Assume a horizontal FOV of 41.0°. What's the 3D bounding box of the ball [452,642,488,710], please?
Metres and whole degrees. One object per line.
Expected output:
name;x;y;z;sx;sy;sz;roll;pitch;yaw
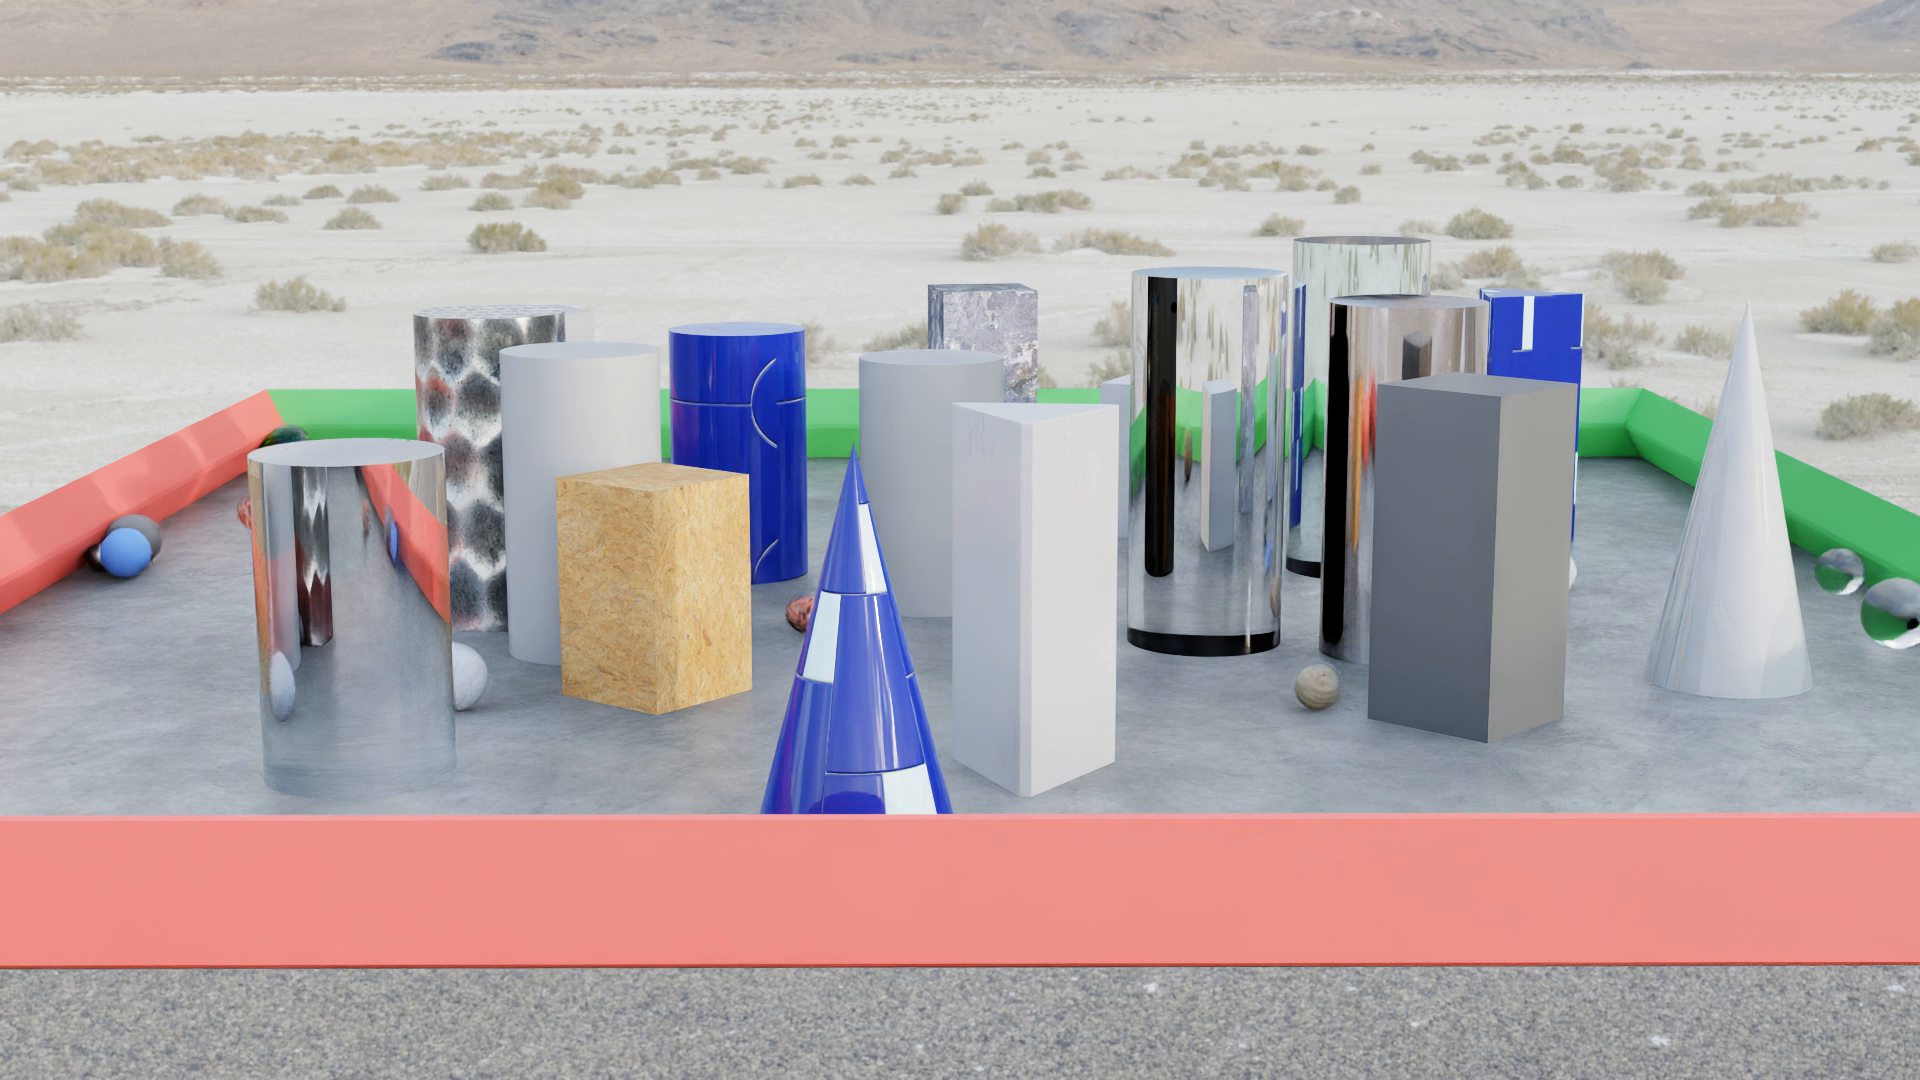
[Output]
ball;-0.578;0.156;2.926;0.078;0.078;0.078;0;11;0

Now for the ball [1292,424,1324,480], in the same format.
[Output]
ball;0.639;-0.157;4.558;0.098;0.098;0.098;0;11;0

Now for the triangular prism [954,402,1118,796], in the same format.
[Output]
triangular prism;0.054;0.052;2.659;0.147;0.380;0.170;7;13;34

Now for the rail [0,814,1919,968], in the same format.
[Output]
rail;0.008;0.282;2.107;2.582;0.127;0.045;0;11;0

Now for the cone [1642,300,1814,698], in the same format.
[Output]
cone;0.921;-0.058;3.039;0.196;0.457;0.196;0;11;0

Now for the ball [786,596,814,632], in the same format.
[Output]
ball;-0.202;0.096;3.333;0.047;0.047;0.047;0;11;0

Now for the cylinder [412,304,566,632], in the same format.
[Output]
cylinder;-0.615;-0.098;3.391;0.196;0.408;0.196;0;11;0

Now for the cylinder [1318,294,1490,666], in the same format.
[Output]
cylinder;0.551;-0.077;3.193;0.196;0.440;0.196;0;11;0

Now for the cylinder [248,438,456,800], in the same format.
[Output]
cylinder;-0.624;0.076;2.642;0.196;0.338;0.196;0;11;0

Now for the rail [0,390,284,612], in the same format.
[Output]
rail;-1.267;0.034;3.442;0.045;0.127;2.777;0;11;0

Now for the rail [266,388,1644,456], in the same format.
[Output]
rail;-0.008;-0.216;4.791;2.582;0.127;0.045;0;11;0

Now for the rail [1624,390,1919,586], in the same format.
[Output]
rail;1.267;0.031;3.456;0.045;0.127;2.777;0;11;0

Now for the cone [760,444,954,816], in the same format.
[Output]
cone;-0.099;0.095;2.426;0.196;0.379;0.196;0;11;0

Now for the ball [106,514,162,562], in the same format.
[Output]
ball;-1.212;0.000;3.766;0.078;0.078;0.078;0;11;0

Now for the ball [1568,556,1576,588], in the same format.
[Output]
ball;0.818;0.043;3.556;0.070;0.070;0.070;0;11;0

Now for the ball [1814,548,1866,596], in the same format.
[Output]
ball;1.222;0.043;3.563;0.067;0.067;0.067;0;11;0

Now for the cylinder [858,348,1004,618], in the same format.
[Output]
cylinder;-0.039;-0.081;3.491;0.196;0.338;0.196;0;11;0

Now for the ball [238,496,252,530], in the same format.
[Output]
ball;-1.113;-0.044;4.061;0.057;0.057;0.057;0;11;0

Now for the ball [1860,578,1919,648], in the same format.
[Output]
ball;1.183;0.092;3.236;0.091;0.091;0.091;0;11;0

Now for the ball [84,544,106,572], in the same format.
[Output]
ball;-1.249;0.026;3.725;0.042;0.042;0.042;0;11;0

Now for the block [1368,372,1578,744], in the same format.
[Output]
block;0.571;0.014;2.863;0.157;0.379;0.157;10;14;43

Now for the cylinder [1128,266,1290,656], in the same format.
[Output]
cylinder;0.312;-0.103;3.249;0.196;0.470;0.196;0;11;0

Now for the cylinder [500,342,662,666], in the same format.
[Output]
cylinder;-0.471;-0.049;3.210;0.196;0.378;0.196;0;11;0

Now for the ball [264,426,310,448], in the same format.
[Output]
ball;-1.213;-0.163;4.628;0.086;0.086;0.086;0;11;0

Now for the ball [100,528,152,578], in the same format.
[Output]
ball;-1.198;0.019;3.685;0.071;0.071;0.071;0;11;0

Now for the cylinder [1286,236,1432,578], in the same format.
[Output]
cylinder;0.576;-0.194;3.716;0.196;0.478;0.196;0;11;0

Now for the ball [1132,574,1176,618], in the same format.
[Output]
ball;0.259;0.074;3.421;0.058;0.058;0.058;0;11;0

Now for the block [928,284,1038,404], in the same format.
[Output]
block;0.037;-0.243;4.304;0.157;0.360;0.157;-2;11;-10

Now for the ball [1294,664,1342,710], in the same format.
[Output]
ball;0.409;0.168;2.929;0.053;0.053;0.053;0;11;0

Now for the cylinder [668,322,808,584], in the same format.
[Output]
cylinder;-0.319;-0.128;3.702;0.196;0.354;0.196;0;11;0

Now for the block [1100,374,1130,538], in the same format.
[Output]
block;0.322;-0.132;4.035;0.157;0.240;0.157;5;12;24

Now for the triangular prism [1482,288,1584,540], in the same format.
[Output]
triangular prism;0.845;-0.194;3.977;0.170;0.383;0.147;-4;11;-23

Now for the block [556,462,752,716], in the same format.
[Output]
block;-0.356;0.052;2.994;0.157;0.257;0.157;8;13;38

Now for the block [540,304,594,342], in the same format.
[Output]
block;-0.689;-0.201;4.138;0.157;0.339;0.157;-6;12;-29
